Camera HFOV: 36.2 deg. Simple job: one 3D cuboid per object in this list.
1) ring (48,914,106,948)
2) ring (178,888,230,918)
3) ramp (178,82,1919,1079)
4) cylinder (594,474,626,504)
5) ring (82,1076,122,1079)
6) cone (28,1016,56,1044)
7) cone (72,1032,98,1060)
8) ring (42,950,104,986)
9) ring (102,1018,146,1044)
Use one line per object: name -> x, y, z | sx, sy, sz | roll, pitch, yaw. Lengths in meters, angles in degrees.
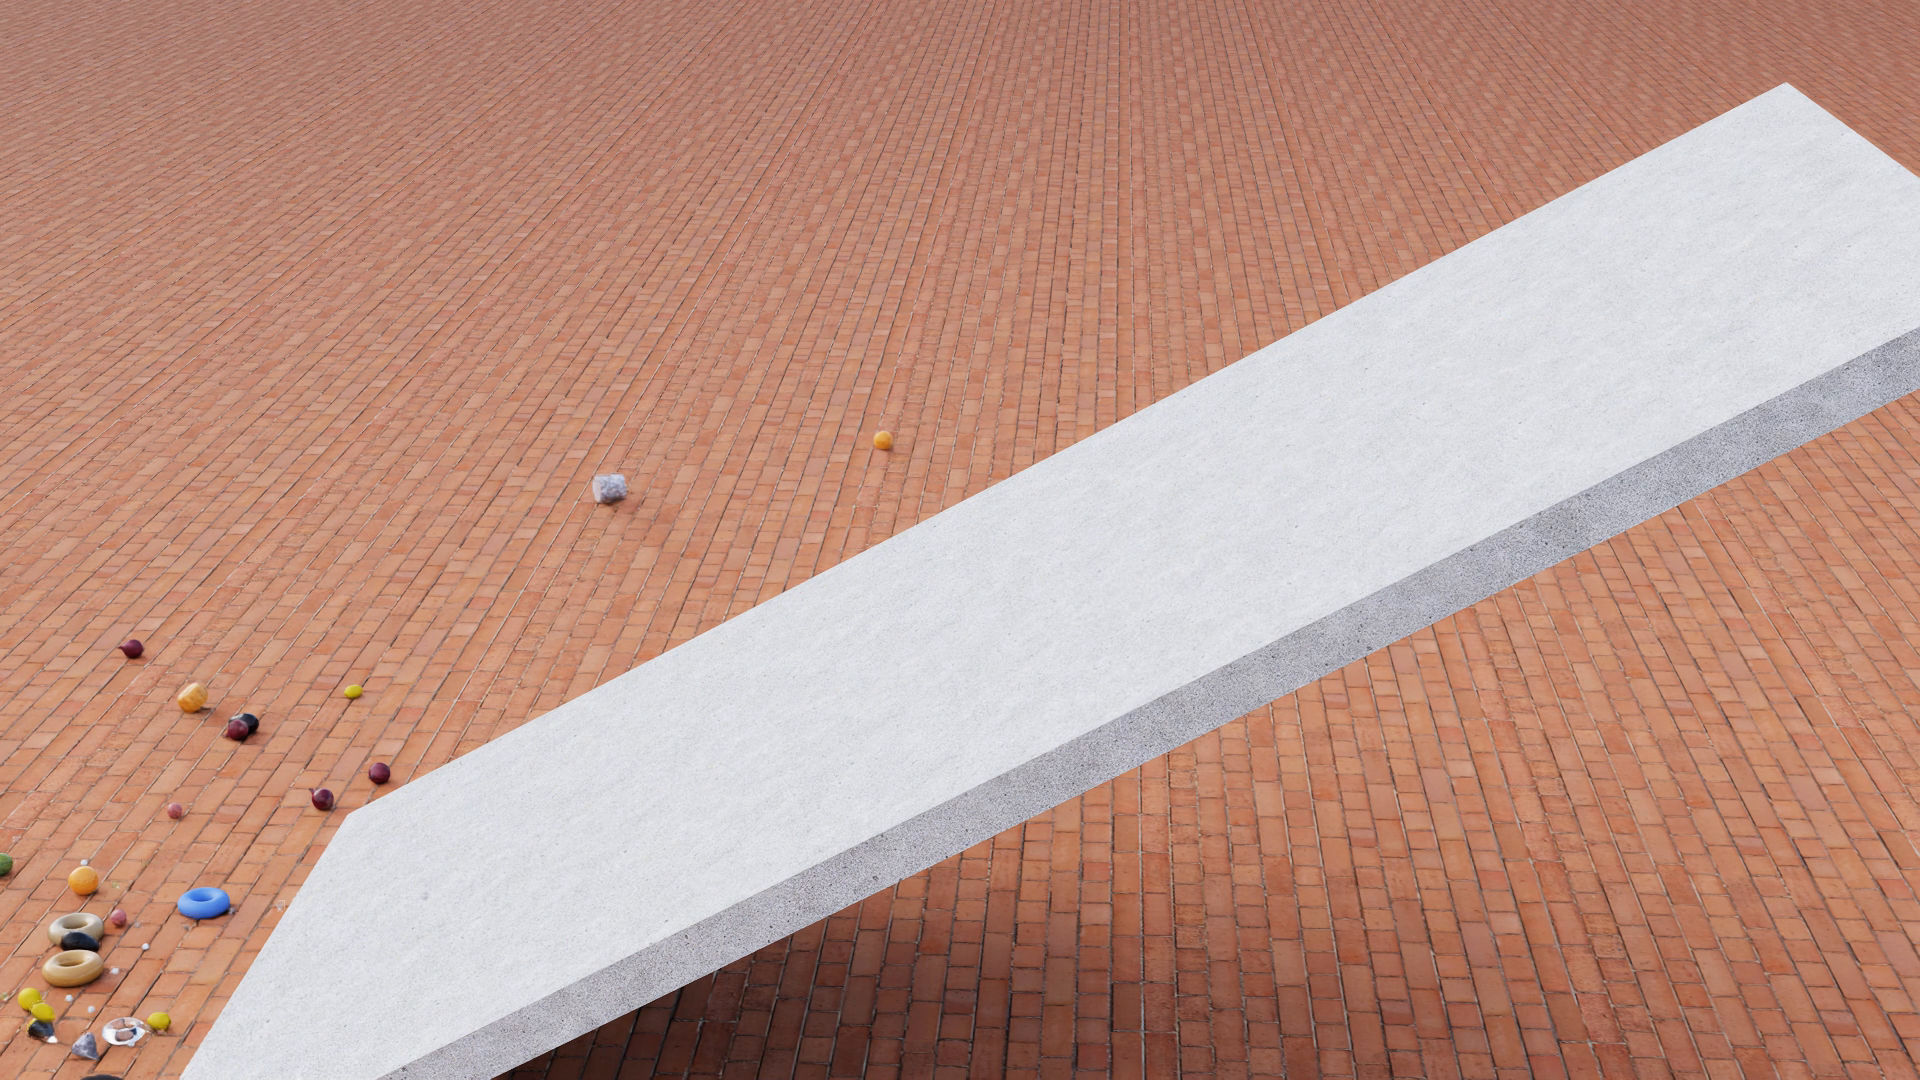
ring -> -2.131, 0.941, 7.091 | 0.135, 0.045, 0.135 | 0, 19, 0
ring -> -1.862, 0.894, 7.243 | 0.126, 0.042, 0.126 | 1, 18, 0
ramp -> 0.141, 0.167, 6.282 | 4.000, 0.100, 2.000 | -27, 14, 11
cylinder -> -1.254, -0.183, 10.535 | 0.094, 0.094, 0.094 | -8, 19, -24
ring -> -1.846, 1.193, 6.291 | 0.148, 0.049, 0.148 | 1, 18, 0
cone -> -2.041, 1.108, 6.584 | 0.063, 0.063, 0.063 | 36, 33, 24
cone -> -1.924, 1.134, 6.514 | 0.059, 0.059, 0.059 | 40, 35, 22
ring -> -2.078, 1.003, 6.890 | 0.142, 0.047, 0.142 | -1, 17, 0
ring -> -1.878, 1.102, 6.605 | 0.095, 0.032, 0.095 | 1, 18, 0
